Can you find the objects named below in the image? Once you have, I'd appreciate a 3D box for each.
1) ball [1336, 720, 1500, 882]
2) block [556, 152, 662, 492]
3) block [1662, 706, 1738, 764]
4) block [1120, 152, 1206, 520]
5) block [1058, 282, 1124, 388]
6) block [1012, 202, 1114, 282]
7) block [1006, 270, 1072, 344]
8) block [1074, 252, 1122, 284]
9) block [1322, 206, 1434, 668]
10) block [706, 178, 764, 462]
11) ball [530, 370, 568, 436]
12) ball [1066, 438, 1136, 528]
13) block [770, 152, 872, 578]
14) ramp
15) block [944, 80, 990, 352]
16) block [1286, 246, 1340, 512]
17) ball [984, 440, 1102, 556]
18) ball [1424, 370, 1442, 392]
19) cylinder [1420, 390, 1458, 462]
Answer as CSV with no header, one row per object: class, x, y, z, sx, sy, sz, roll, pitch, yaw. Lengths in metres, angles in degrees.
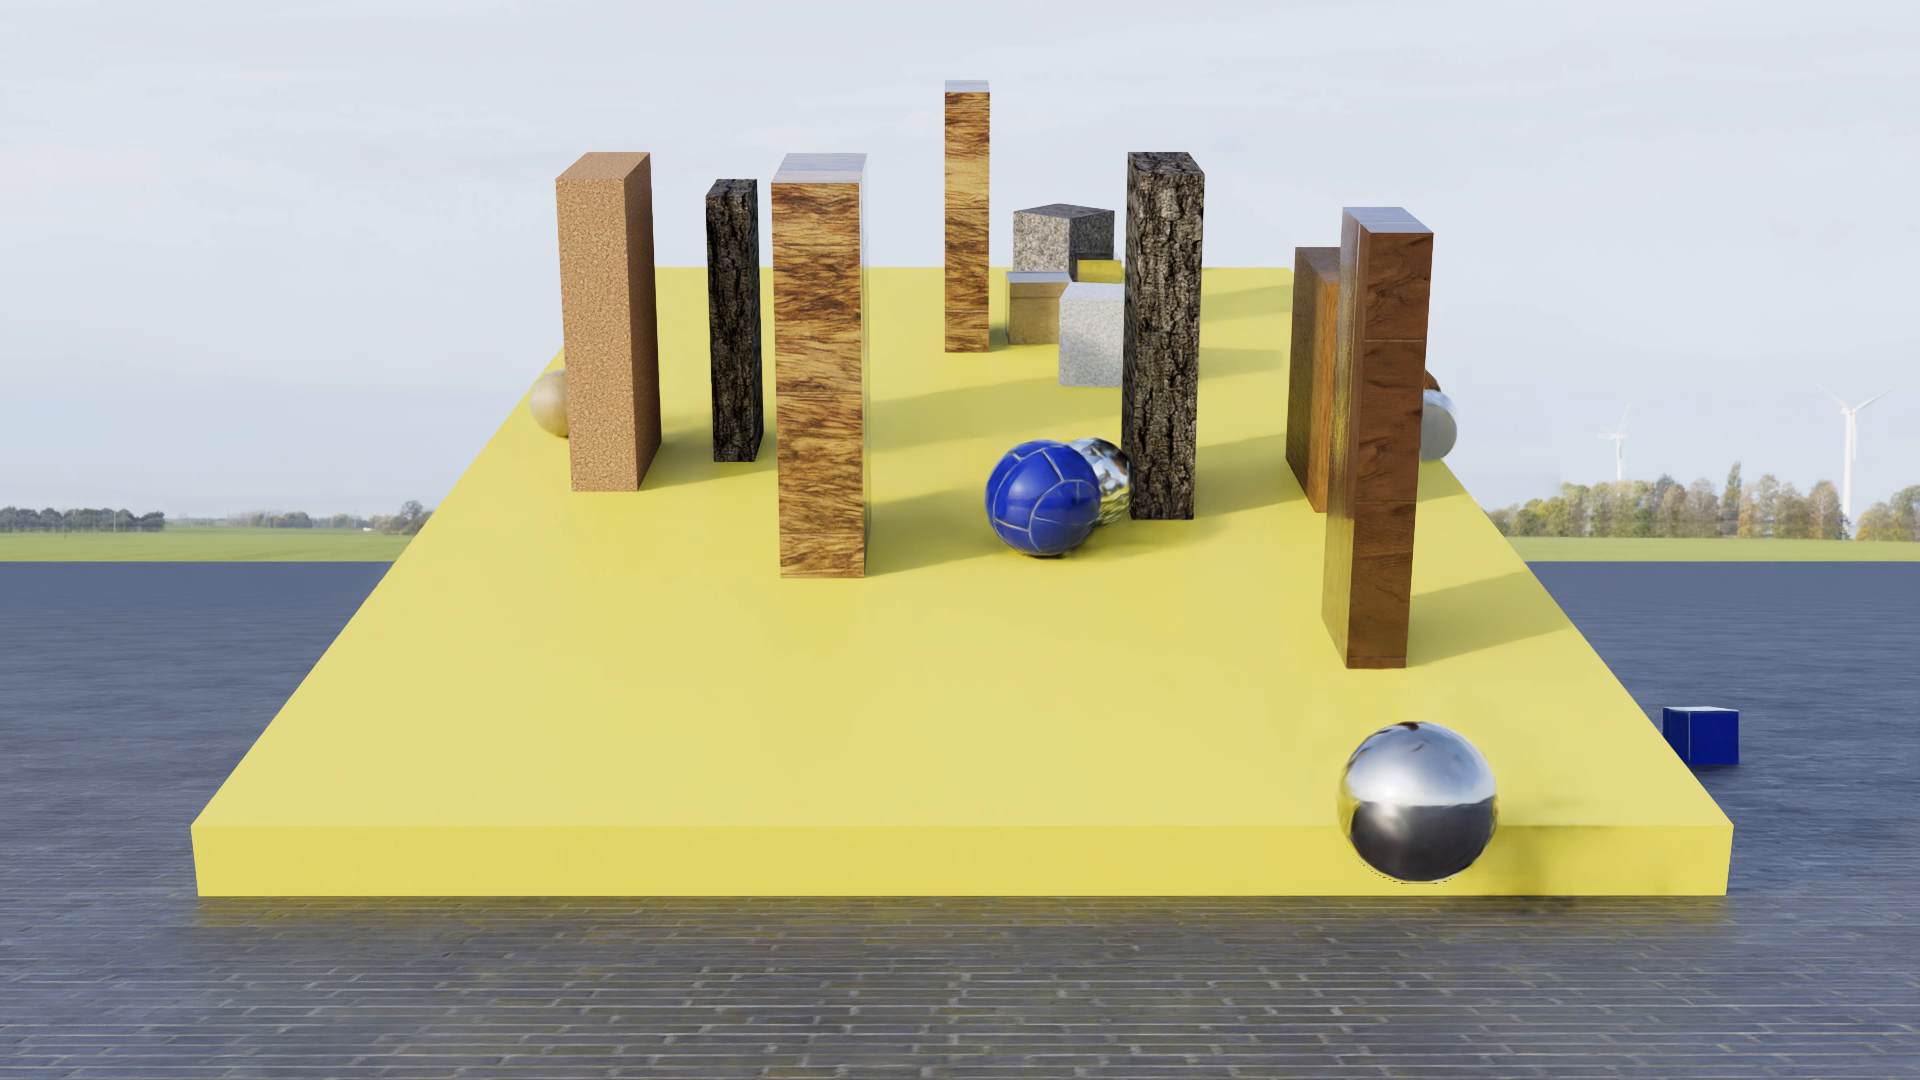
ball,0.561,0.321,2.736,0.197,0.197,0.197,0,0,0
block,-0.698,-0.445,4.467,0.129,0.612,0.386,0,17,0
block,1.597,0.421,4.803,0.114,0.114,0.114,0,0,-10
block,0.381,-0.393,4.242,0.116,0.649,0.304,0,17,0
block,0.350,-0.487,5.286,0.207,0.207,0.207,3,18,9
block,0.300,-0.848,6.441,0.208,0.208,0.208,15,23,39
block,0.201,-0.598,5.720,0.159,0.159,0.159,-1,17,-3
block,0.384,-0.733,6.221,0.119,0.119,0.119,-1,17,-3
block,0.642,-0.160,3.454,0.092,0.676,0.242,0,17,0
block,-0.465,-0.458,4.619,0.084,0.547,0.241,0,17,0
ball,-0.849,-0.293,4.766,0.143,0.143,0.143,0,0,0
ball,0.240,-0.106,4.130,0.169,0.169,0.169,0,0,0
block,-0.239,-0.315,3.934,0.145,0.684,0.371,0,17,0
ramp,-0.003,-0.178,4.811,2.000,0.100,4.000,0,17,0
block,0.017,-0.819,5.617,0.110,0.643,0.296,0,17,0
block,0.727,-0.321,4.365,0.102,0.441,0.395,0,17,0
ball,0.148,-0.075,3.965,0.208,0.208,0.208,0,0,0
ball,0.954,-0.298,4.770,0.156,0.156,0.156,0,0,0
cylinder,0.973,-0.239,4.634,0.123,0.123,0.123,0,17,13
